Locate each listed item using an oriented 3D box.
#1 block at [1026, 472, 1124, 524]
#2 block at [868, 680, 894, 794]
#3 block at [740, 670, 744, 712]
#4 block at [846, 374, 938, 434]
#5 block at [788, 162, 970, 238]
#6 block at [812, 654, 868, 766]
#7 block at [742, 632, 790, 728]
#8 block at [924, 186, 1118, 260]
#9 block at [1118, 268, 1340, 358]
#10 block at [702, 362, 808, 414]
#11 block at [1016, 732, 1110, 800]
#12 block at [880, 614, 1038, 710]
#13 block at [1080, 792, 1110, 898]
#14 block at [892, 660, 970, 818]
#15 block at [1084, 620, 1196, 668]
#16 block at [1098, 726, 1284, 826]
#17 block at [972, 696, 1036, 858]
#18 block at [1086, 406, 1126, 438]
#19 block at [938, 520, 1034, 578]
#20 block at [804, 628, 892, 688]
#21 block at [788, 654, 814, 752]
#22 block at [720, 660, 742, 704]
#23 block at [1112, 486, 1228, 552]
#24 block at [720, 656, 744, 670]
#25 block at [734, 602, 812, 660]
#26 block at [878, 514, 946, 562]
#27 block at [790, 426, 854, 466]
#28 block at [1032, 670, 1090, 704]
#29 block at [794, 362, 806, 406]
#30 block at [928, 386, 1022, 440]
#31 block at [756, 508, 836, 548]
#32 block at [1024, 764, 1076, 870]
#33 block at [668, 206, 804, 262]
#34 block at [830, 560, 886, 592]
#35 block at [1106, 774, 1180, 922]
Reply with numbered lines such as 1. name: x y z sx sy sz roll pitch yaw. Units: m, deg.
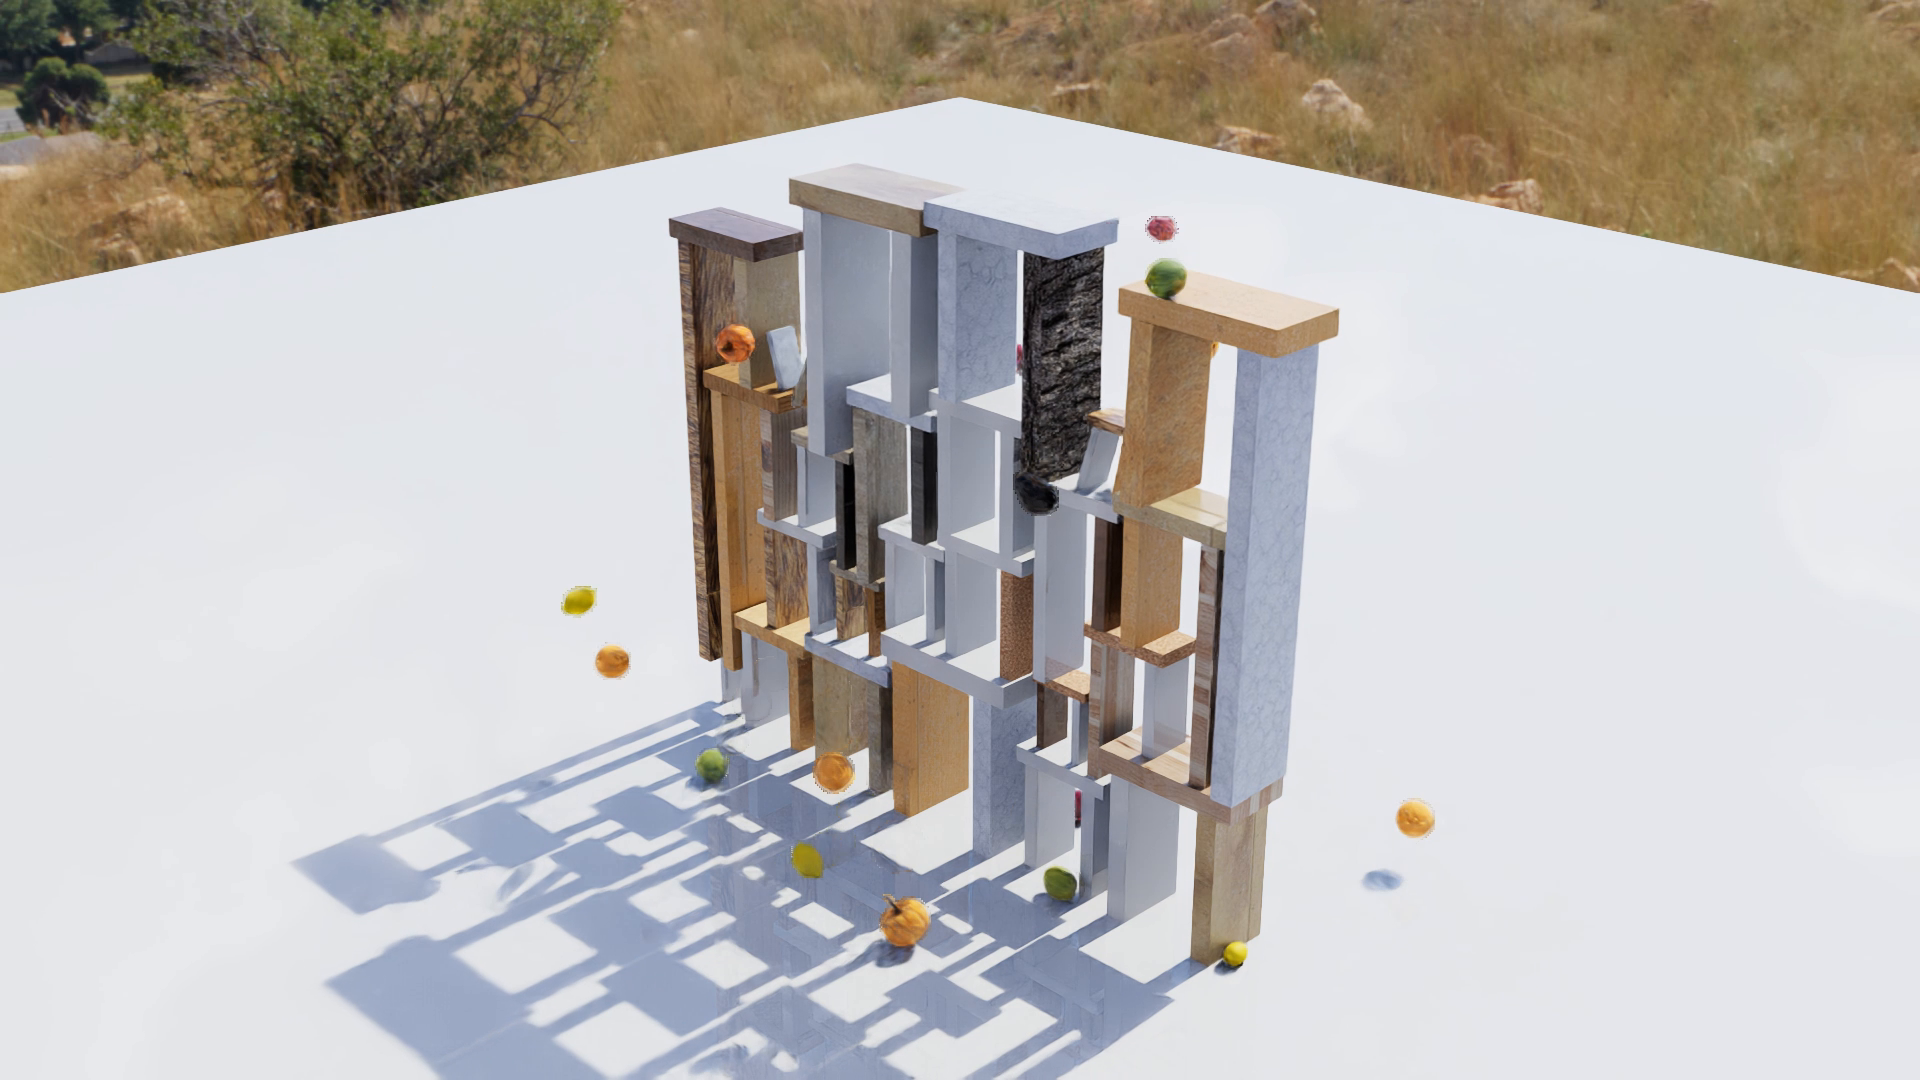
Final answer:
1. block: 0.236 -0.087 3.939 0.108 0.031 0.217 -21 31 -40
2. block: -0.130 0.385 4.529 0.036 0.253 0.126 21 31 41
3. block: -0.459 0.326 4.859 0.015 0.104 0.052 21 31 41
4. block: -0.096 -0.264 4.231 0.235 0.033 0.117 21 31 40
5. block: -0.136 -0.636 4.099 0.352 0.050 0.176 21 30 40
6. block: -0.249 0.339 4.639 0.036 0.253 0.126 21 31 41
7. block: -0.418 0.287 4.795 0.032 0.226 0.113 21 31 41
8. block: 0.105 -0.562 3.877 0.319 0.045 0.159 21 31 40
9. block: 0.436 -0.374 3.591 0.328 0.046 0.164 21 31 40
10. block: -0.406 -0.318 4.523 0.120 0.034 0.240 -21 31 -40
11. block: 0.225 0.421 4.161 0.111 0.031 0.221 -21 31 -40
12. block: 0.022 0.229 4.296 0.169 0.048 0.338 -21 31 -40
13. block: 0.277 0.558 4.162 0.031 0.221 0.111 21 31 41
14. block: -0.058 0.375 4.444 0.048 0.338 0.169 21 31 41
15. block: 0.324 0.175 3.951 0.094 0.027 0.188 -21 31 -40
16. block: 0.413 0.416 3.953 0.301 0.043 0.151 21 31 40
17. block: 0.101 0.437 4.298 0.048 0.337 0.169 21 31 41
18. block: 0.286 -0.202 3.823 0.063 0.018 0.126 -18 28 -36
19. block: 0.074 0.010 4.146 0.220 0.031 0.110 21 31 40
20. block: -0.190 0.229 4.528 0.126 0.036 0.253 -21 31 -41
21. block: -0.312 0.329 4.697 0.032 0.226 0.113 21 31 41
22. block: -0.508 0.307 4.904 0.015 0.103 0.052 21 31 41
23. block: 0.396 -0.048 3.768 0.246 0.035 0.123 21 31 40
24. block: -0.484 0.262 4.859 0.103 0.015 0.052 21 31 41
25. block: -0.365 0.189 4.695 0.113 0.032 0.226 -21 31 -41
26. block: -0.066 -0.005 4.296 0.178 0.025 0.089 20 30 39
27. block: -0.249 -0.195 4.412 0.087 0.025 0.175 -21 31 -41
28. block: 0.207 0.266 4.120 0.067 0.019 0.134 -21 31 -40
29. block: -0.305 -0.331 4.375 0.017 0.120 0.060 17 31 -8
30. block: 0.069 -0.245 4.049 0.120 0.034 0.240 -21 31 -40
31. block: -0.316 -0.036 4.554 0.202 0.029 0.101 21 31 40
32. block: 0.175 0.516 4.261 0.031 0.221 0.111 21 31 40
33. block: -0.451 -0.619 4.447 0.135 0.038 0.271 -21 31 -40
34. block: -0.187 0.065 4.459 0.075 0.021 0.149 -21 31 -40
35. block: 0.343 0.546 4.087 0.043 0.301 0.151 21 31 41
